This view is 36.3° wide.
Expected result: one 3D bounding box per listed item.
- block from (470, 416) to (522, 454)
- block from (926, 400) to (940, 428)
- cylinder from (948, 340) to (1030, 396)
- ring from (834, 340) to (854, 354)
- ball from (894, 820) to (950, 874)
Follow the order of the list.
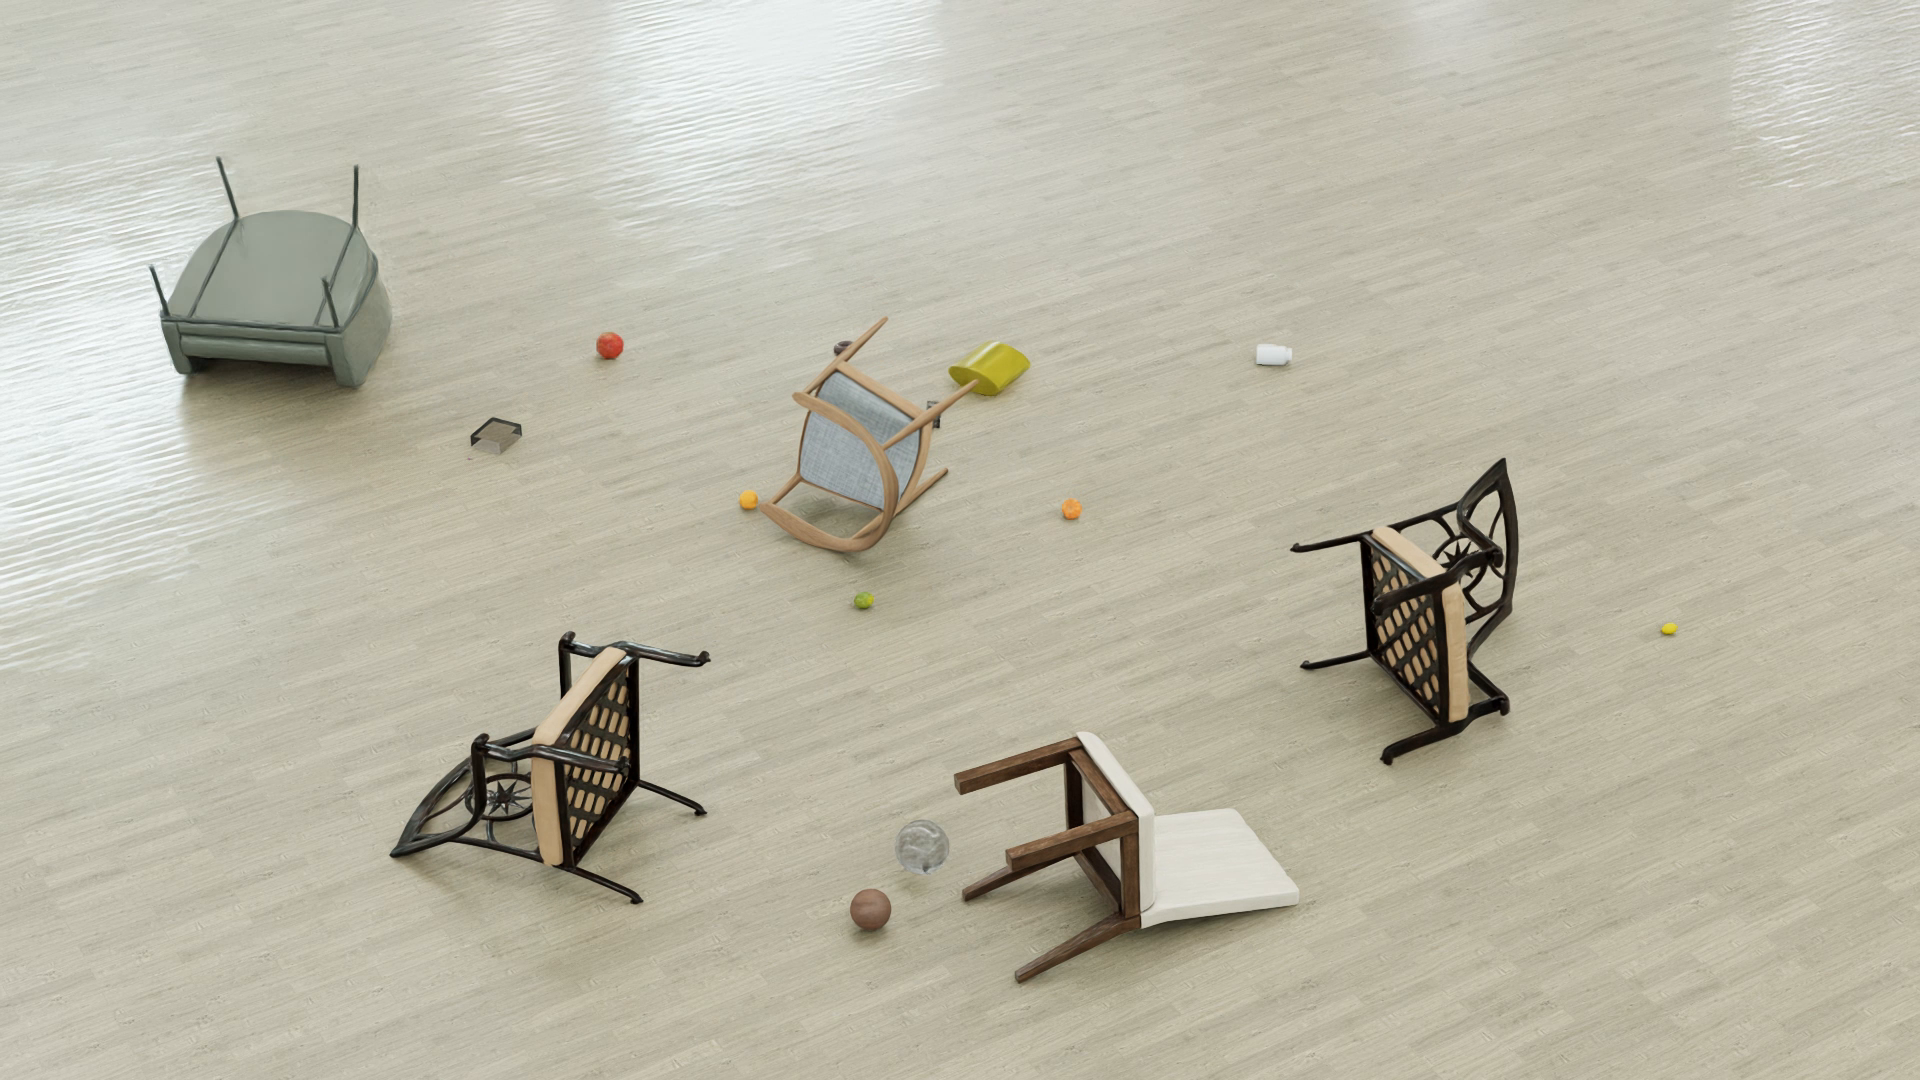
[{"bbox_3d":[-1.821,-0.410,11.518,0.135,0.053,0.157,15,36,21],"label":"block"},{"bbox_3d":[-0.105,-0.499,11.632,0.047,0.076,0.086,-2,33,-3],"label":"block"},{"bbox_3d":[0.120,-0.700,11.913,0.242,0.100,0.247,24,40,24],"label":"cylinder"},{"bbox_3d":[-0.481,-0.795,12.120,0.099,0.035,0.067,-26,40,-36],"label":"ring"},{"bbox_3d":[-0.120,0.974,9.306,0.176,0.176,0.176,0,33,0],"label":"ball"}]
